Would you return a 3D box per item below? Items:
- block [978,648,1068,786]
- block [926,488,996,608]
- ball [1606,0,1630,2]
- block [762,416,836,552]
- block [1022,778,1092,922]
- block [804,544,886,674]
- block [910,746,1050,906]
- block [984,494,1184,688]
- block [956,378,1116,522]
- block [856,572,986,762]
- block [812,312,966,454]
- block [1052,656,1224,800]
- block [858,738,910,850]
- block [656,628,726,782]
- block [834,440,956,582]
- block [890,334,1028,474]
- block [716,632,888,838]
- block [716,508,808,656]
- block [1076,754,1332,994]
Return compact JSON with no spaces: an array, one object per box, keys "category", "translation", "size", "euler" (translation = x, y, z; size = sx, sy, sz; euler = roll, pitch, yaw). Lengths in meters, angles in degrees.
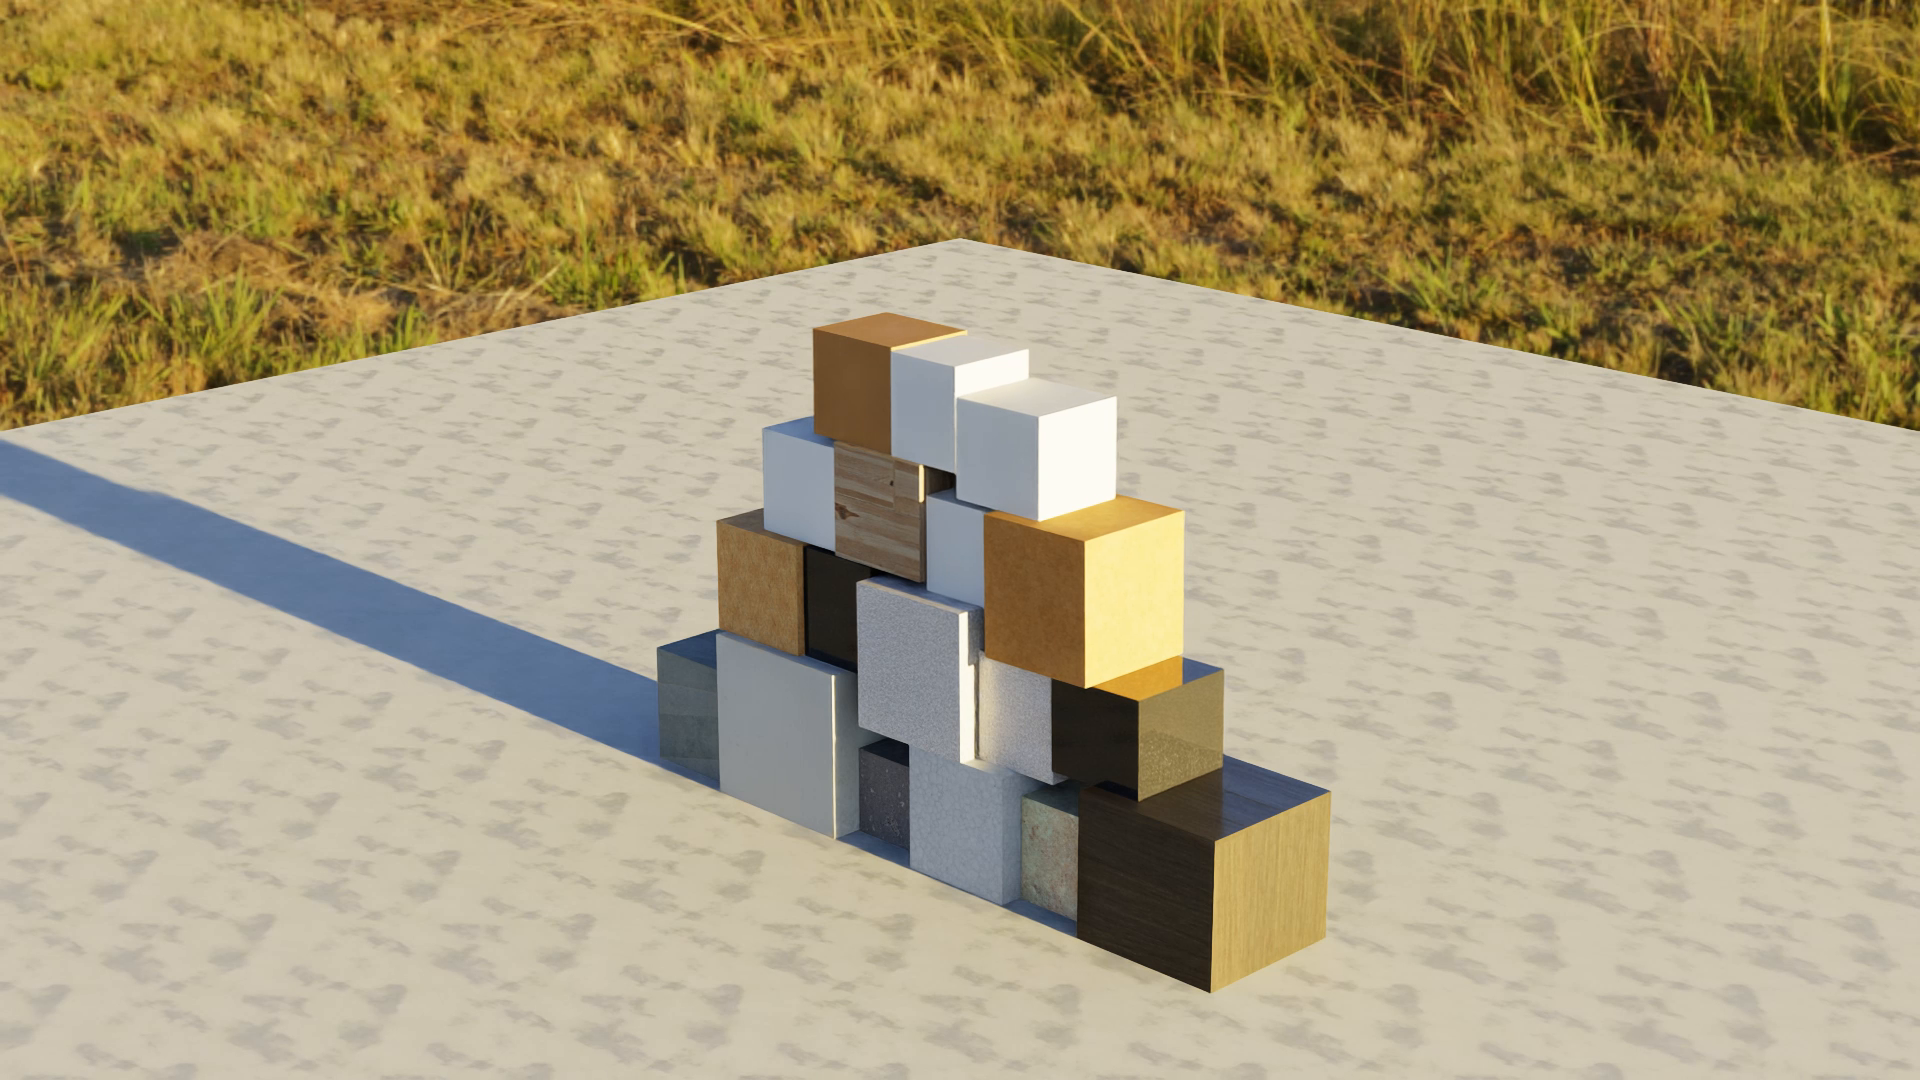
[{"category":"block","translation":[0.421,0.730,13.116],"size":[0.494,0.516,0.455],"euler":[-17,24,-42]},{"category":"block","translation":[0.170,0.011,13.178],"size":[0.455,0.444,0.456],"euler":[-17,23,-42]},{"category":"ball","translation":[3.610,-3.743,15.949],"size":[1.600,1.600,1.600],"euler":[0,17,0]},{"category":"block","translation":[-0.574,-0.288,13.871],"size":[0.501,0.499,0.511],"euler":[-17,24,-42]},{"category":"block","translation":[0.616,1.371,13.152],"size":[0.512,0.498,0.450],"euler":[-17,24,-42]},{"category":"block","translation":[-0.392,0.283,13.816],"size":[0.511,0.539,0.457],"euler":[-17,24,-42]},{"category":"block","translation":[0.222,1.209,13.476],"size":[0.689,0.613,0.592],"euler":[-17,24,-42]},{"category":"block","translation":[0.542,0.195,12.837],"size":[0.634,0.656,0.600],"euler":[-17,23,-42]},{"category":"block","translation":[0.333,-0.404,12.883],"size":[0.502,0.464,0.489],"euler":[16,24,43]},{"category":"block","translation":[0.008,0.522,13.468],"size":[0.689,0.701,0.665],"euler":[-17,23,-42]},{"category":"block","translation":[-0.322,-0.725,13.467],"size":[0.470,0.498,0.527],"euler":[-17,24,-42]},{"category":"block","translation":[0.774,0.787,12.782],"size":[0.558,0.453,0.507],"euler":[-17,23,-42]},{"category":"block","translation":[-0.144,1.181,13.886],"size":[0.474,0.420,0.471],"euler":[-17,24,-42]},{"category":"block","translation":[-1.122,0.817,14.761],"size":[0.569,0.590,0.553],"euler":[-17,24,-42]},{"category":"block","translation":[-0.194,-0.185,13.492],"size":[0.524,0.547,0.562],"euler":[-17,24,-42]},{"category":"block","translation":[-0.003,-0.615,13.142],"size":[0.460,0.483,0.409],"euler":[-17,24,-42]},{"category":"block","translation":[-0.607,0.851,14.273],"size":[0.789,0.818,0.827],"euler":[-17,24,-42]},{"category":"block","translation":[-0.756,0.165,14.176],"size":[0.599,0.548,0.573],"euler":[-17,24,-42]},{"category":"block","translation":[1.054,1.409,12.708],"size":[0.771,0.691,0.765],"euler":[-17,24,-42]}]
